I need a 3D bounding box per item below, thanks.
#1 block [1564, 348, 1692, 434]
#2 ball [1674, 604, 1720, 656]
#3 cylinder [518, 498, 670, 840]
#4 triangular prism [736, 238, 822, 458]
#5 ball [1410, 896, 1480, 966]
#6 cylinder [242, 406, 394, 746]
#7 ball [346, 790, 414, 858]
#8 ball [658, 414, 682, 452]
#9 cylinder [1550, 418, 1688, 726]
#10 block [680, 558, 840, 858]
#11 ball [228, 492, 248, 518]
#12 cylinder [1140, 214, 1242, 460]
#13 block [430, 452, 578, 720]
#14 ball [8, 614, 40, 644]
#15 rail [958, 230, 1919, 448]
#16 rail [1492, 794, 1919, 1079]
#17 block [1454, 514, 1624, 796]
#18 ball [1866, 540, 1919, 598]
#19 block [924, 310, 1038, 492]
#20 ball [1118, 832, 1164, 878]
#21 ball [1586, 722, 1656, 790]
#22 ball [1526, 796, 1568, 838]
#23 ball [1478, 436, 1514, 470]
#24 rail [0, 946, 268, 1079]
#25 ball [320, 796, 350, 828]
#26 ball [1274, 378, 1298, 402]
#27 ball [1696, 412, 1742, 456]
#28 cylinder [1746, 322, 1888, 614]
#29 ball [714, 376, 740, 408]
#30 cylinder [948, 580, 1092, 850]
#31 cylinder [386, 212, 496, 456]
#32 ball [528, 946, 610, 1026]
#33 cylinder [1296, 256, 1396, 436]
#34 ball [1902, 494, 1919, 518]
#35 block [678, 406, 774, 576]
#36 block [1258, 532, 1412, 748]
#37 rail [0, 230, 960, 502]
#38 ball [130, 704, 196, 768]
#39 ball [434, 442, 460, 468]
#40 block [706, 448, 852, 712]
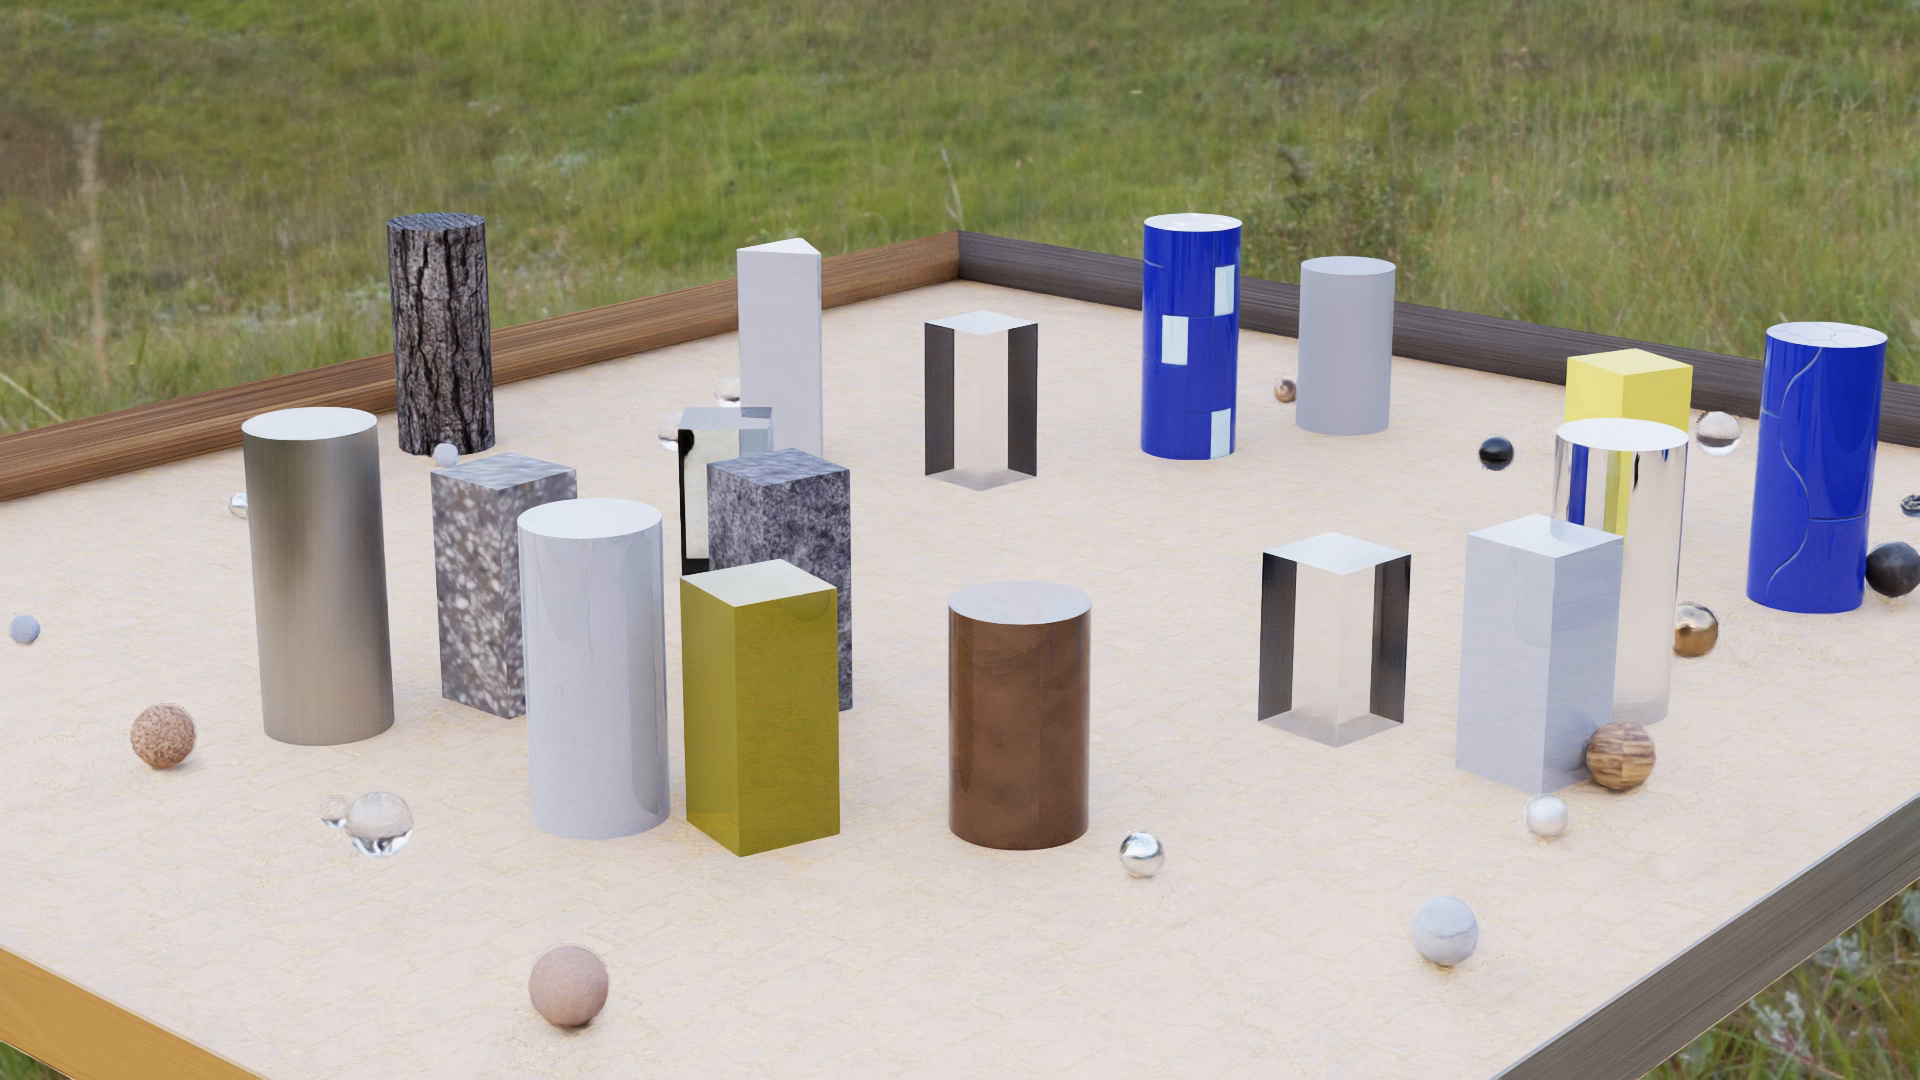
[{"bbox_3d":[1.224,-0.163,5.405,0.159,0.340,0.159,-8,19,-26],"label":"block"},{"bbox_3d":[1.201,0.148,4.813,0.087,0.087,0.087,0,17,0],"label":"ball"},{"bbox_3d":[-0.510,0.179,4.103,0.198,0.437,0.198,0,17,0],"label":"cylinder"},{"bbox_3d":[-0.344,-0.382,5.954,0.172,0.442,0.149,4,17,13],"label":"triangular prism"},{"bbox_3d":[0.609,0.490,3.677,0.086,0.086,0.086,0,17,0],"label":"ball"},{"bbox_3d":[-0.971,0.054,4.447,0.198,0.477,0.198,0,17,0],"label":"cylinder"},{"bbox_3d":[-0.792,0.388,4.007,0.091,0.091,0.091,0,17,0],"label":"ball"},{"bbox_3d":[-0.584,-0.222,6.052,0.079,0.079,0.079,0,17,0],"label":"ball"},{"bbox_3d":[1.008,0.050,4.525,0.198,0.440,0.198,0,17,0],"label":"cylinder"},{"bbox_3d":[-0.277,0.231,4.063,0.159,0.361,0.159,-10,20,-31],"label":"block"},{"bbox_3d":[-1.367,-0.065,5.584,0.050,0.050,0.050,0,17,0],"label":"ball"},{"bbox_3d":[0.473,-0.418,6.021,0.198,0.474,0.198,0,17,0],"label":"cylinder"},{"bbox_3d":[-0.706,0.069,4.585,0.159,0.369,0.159,14,22,39],"label":"block"},{"bbox_3d":[-1.555,0.148,4.875,0.050,0.050,0.050,0,17,0],"label":"ball"},{"bbox_3d":[1.331,-0.410,6.588,3.585,0.129,0.045,14,22,39],"label":"rail"},{"bbox_3d":[1.336,0.367,4.010,0.045,0.129,4.109,14,22,39],"label":"rail"},{"bbox_3d":[0.844,0.166,4.278,0.159,0.361,0.159,-14,22,-39],"label":"block"},{"bbox_3d":[1.623,0.050,5.098,0.098,0.098,0.098,0,17,0],"label":"ball"},{"bbox_3d":[0.042,-0.278,5.832,0.159,0.315,0.159,-15,22,-41],"label":"block"},{"bbox_3d":[0.244,0.423,3.942,0.061,0.061,0.061,0,17,0],"label":"ball"},{"bbox_3d":[0.956,0.312,4.246,0.099,0.099,0.099,0,17,0],"label":"ball"},{"bbox_3d":[0.815,0.385,4.074,0.059,0.059,0.059,0,17,0],"label":"ball"},{"bbox_3d":[1.081,-0.175,5.911,0.072,0.072,0.072,0,17,0],"label":"ball"},{"bbox_3d":[-1.331,0.475,3.652,3.585,0.129,0.045,14,22,39],"label":"rail"},{"bbox_3d":[-0.876,0.382,4.110,0.044,0.044,0.044,0,17,0],"label":"ball"},{"bbox_3d":[0.717,-0.328,6.452,0.053,0.053,0.053,0,17,0],"label":"ball"},{"bbox_3d":[1.558,-0.218,6.020,0.091,0.091,0.091,0,17,0],"label":"ball"},{"bbox_3d":[1.475,-0.126,5.058,0.198,0.469,0.198,0,17,0],"label":"cylinder"},{"bbox_3d":[-0.497,-0.319,6.384,0.073,0.073,0.073,0,17,0],"label":"ball"},{"bbox_3d":[0.082,0.242,4.082,0.198,0.328,0.198,0,17,0],"label":"cylinder"},{"bbox_3d":[-1.069,-0.425,6.048,0.198,0.471,0.198,0,17,0],"label":"cylinder"},{"bbox_3d":[-0.468,0.535,3.513,0.096,0.096,0.096,0,17,0],"label":"ball"},{"bbox_3d":[0.818,-0.413,6.228,0.198,0.345,0.198,0,17,0],"label":"cylinder"},{"bbox_3d":[1.818,-0.065,5.590,0.045,0.045,0.045,0,17,0],"label":"ball"},{"bbox_3d":[-0.419,-0.089,5.280,0.159,0.270,0.159,0,17,0],"label":"block"},{"bbox_3d":[0.571,0.151,4.479,0.159,0.274,0.159,-15,22,-40],"label":"block"},{"bbox_3d":[-1.336,-0.302,6.230,0.045,0.129,4.109,14,22,39],"label":"rail"},{"bbox_3d":[-1.177,0.289,4.332,0.093,0.093,0.093,0,17,0],"label":"ball"},{"bbox_3d":[-1.040,-0.171,5.933,0.052,0.052,0.052,0,17,0],"label":"ball"},{"bbox_3d":[-0.278,0.073,4.539,0.159,0.387,0.159,-12,21,-35],"label":"block"}]
